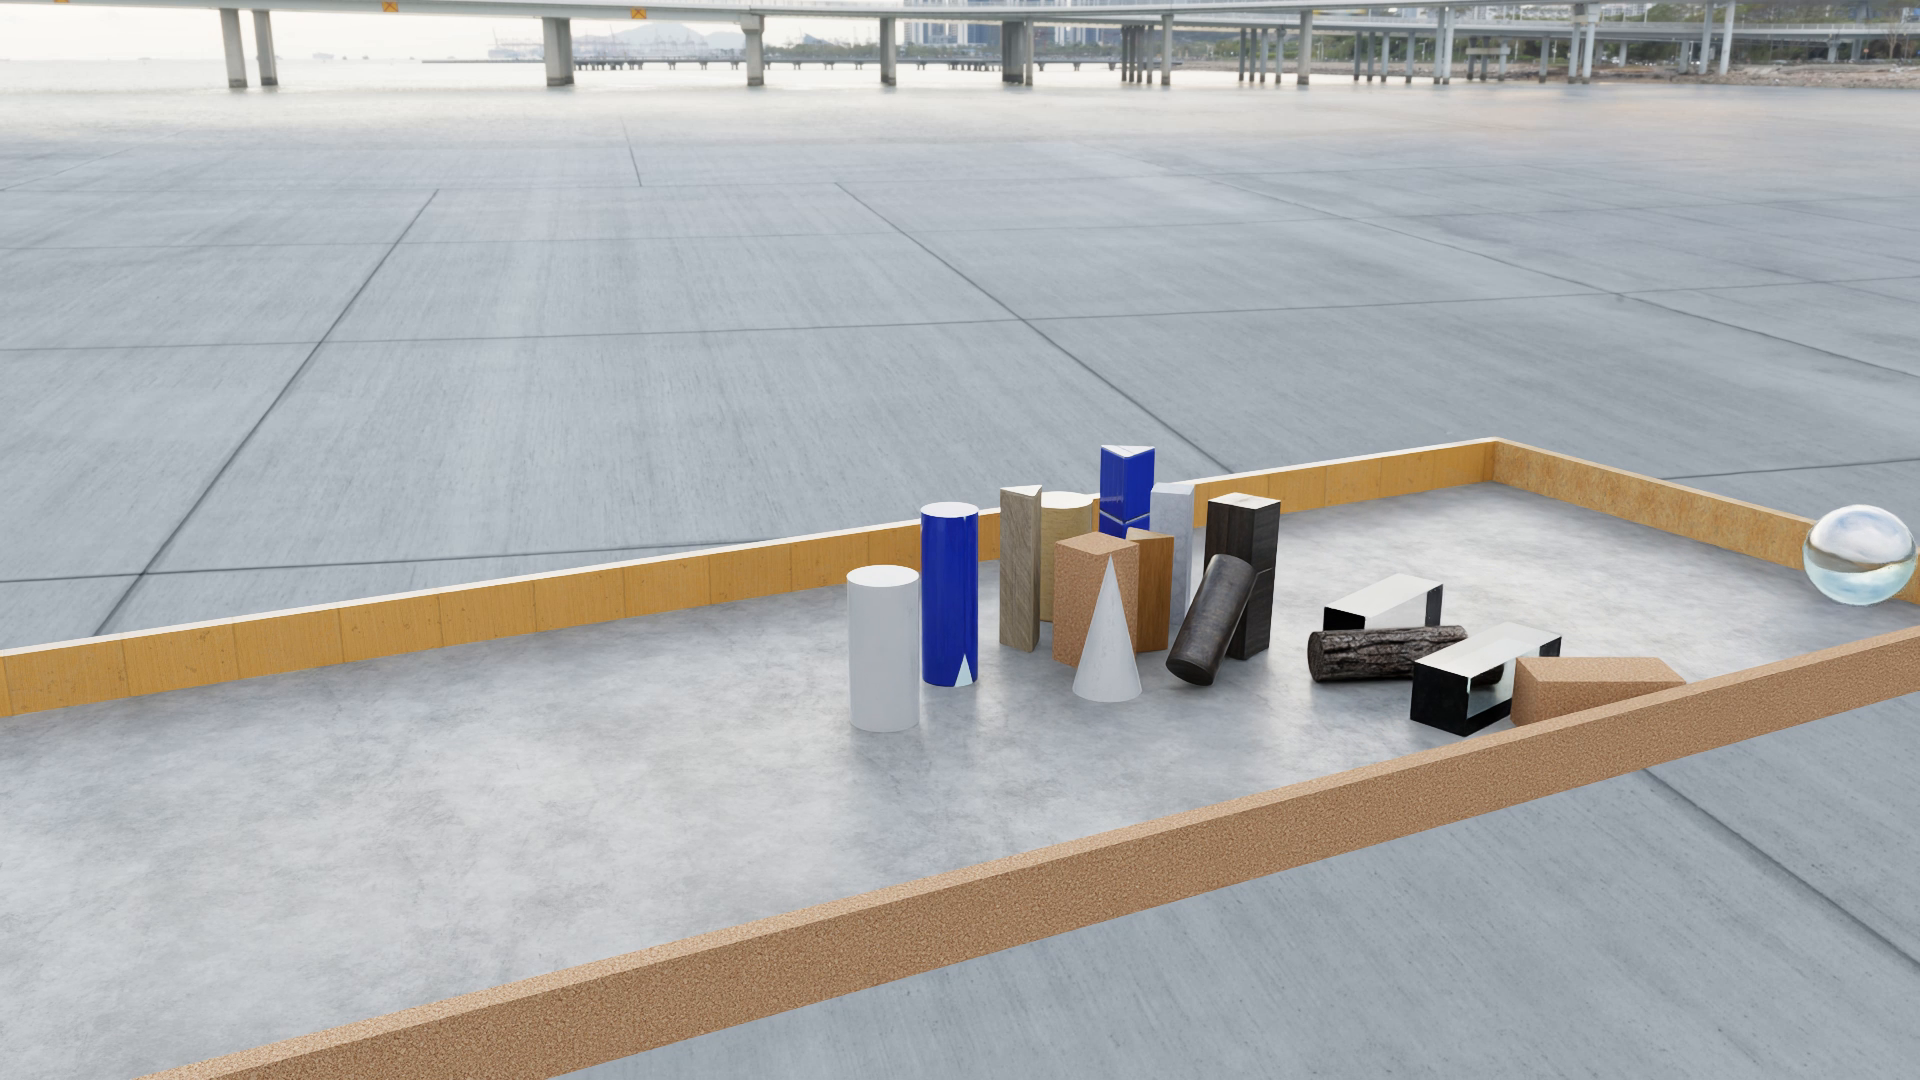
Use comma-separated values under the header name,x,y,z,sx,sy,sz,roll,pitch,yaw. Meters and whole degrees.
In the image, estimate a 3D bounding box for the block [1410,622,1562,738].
name,x,y,z,sx,sy,sz,roll,pitch,yaw
block,1.269,0.330,3.972,0.419,0.147,0.147,-15,22,-41

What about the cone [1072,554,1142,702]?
name,x,y,z,sx,sy,sz,roll,pitch,yaw
cone,0.365,0.201,4.045,0.172,0.353,0.172,0,16,0

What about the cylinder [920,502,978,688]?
name,x,y,z,sx,sy,sz,roll,pitch,yaw
cylinder,-0.026,0.136,4.115,0.143,0.439,0.143,0,16,0

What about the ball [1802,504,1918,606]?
name,x,y,z,sx,sy,sz,roll,pitch,yaw
ball,2.560,0.043,4.698,0.288,0.288,0.288,0,16,0

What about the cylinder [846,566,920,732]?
name,x,y,z,sx,sy,sz,roll,pitch,yaw
cylinder,-0.178,0.253,3.864,0.167,0.355,0.167,0,16,0

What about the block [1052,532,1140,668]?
name,x,y,z,sx,sy,sz,roll,pitch,yaw
block,0.349,0.160,4.246,0.153,0.318,0.153,-14,21,-39

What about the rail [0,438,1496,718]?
name,x,y,z,sx,sy,sz,roll,pitch,yaw
rail,-3.305,0.497,3.399,12.000,0.150,0.050,-9,18,-27

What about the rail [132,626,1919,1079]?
name,x,y,z,sx,sy,sz,roll,pitch,yaw
rail,-2.336,1.006,1.665,12.000,0.150,0.050,-9,18,-27

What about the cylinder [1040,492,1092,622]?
name,x,y,z,sx,sy,sz,roll,pitch,yaw
cylinder,0.277,0.047,4.612,0.180,0.329,0.180,0,16,0

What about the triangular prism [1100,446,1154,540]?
name,x,y,z,sx,sy,sz,roll,pitch,yaw
triangular prism,0.467,-0.066,4.842,0.133,0.415,0.153,12,20,36

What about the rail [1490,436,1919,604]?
name,x,y,z,sx,sy,sz,roll,pitch,yaw
rail,2.466,-0.048,5.253,0.050,0.150,2.100,-9,18,-27

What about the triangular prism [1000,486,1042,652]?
name,x,y,z,sx,sy,sz,roll,pitch,yaw
triangular prism,0.179,0.071,4.356,0.113,0.427,0.098,15,22,41

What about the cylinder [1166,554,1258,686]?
name,x,y,z,sx,sy,sz,roll,pitch,yaw
cylinder,0.632,0.200,4.137,0.126,0.126,0.312,11,62,33

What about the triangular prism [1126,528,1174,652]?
name,x,y,z,sx,sy,sz,roll,pitch,yaw
triangular prism,0.468,0.130,4.363,0.140,0.308,0.122,-4,16,-21

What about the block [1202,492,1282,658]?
name,x,y,z,sx,sy,sz,roll,pitch,yaw
block,0.732,0.091,4.324,0.137,0.400,0.137,13,18,37

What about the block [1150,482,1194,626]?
name,x,y,z,sx,sy,sz,roll,pitch,yaw
block,0.582,0.039,4.557,0.106,0.375,0.106,4,17,15

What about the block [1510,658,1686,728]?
name,x,y,z,sx,sy,sz,roll,pitch,yaw
block,1.470,0.372,3.812,0.333,0.157,0.157,0,16,0

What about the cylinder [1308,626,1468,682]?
name,x,y,z,sx,sy,sz,roll,pitch,yaw
cylinder,1.081,0.285,4.161,0.380,0.126,0.126,-2,17,-7

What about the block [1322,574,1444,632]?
name,x,y,z,sx,sy,sz,roll,pitch,yaw
block,1.129,0.210,4.399,0.136,0.136,0.391,15,22,41
